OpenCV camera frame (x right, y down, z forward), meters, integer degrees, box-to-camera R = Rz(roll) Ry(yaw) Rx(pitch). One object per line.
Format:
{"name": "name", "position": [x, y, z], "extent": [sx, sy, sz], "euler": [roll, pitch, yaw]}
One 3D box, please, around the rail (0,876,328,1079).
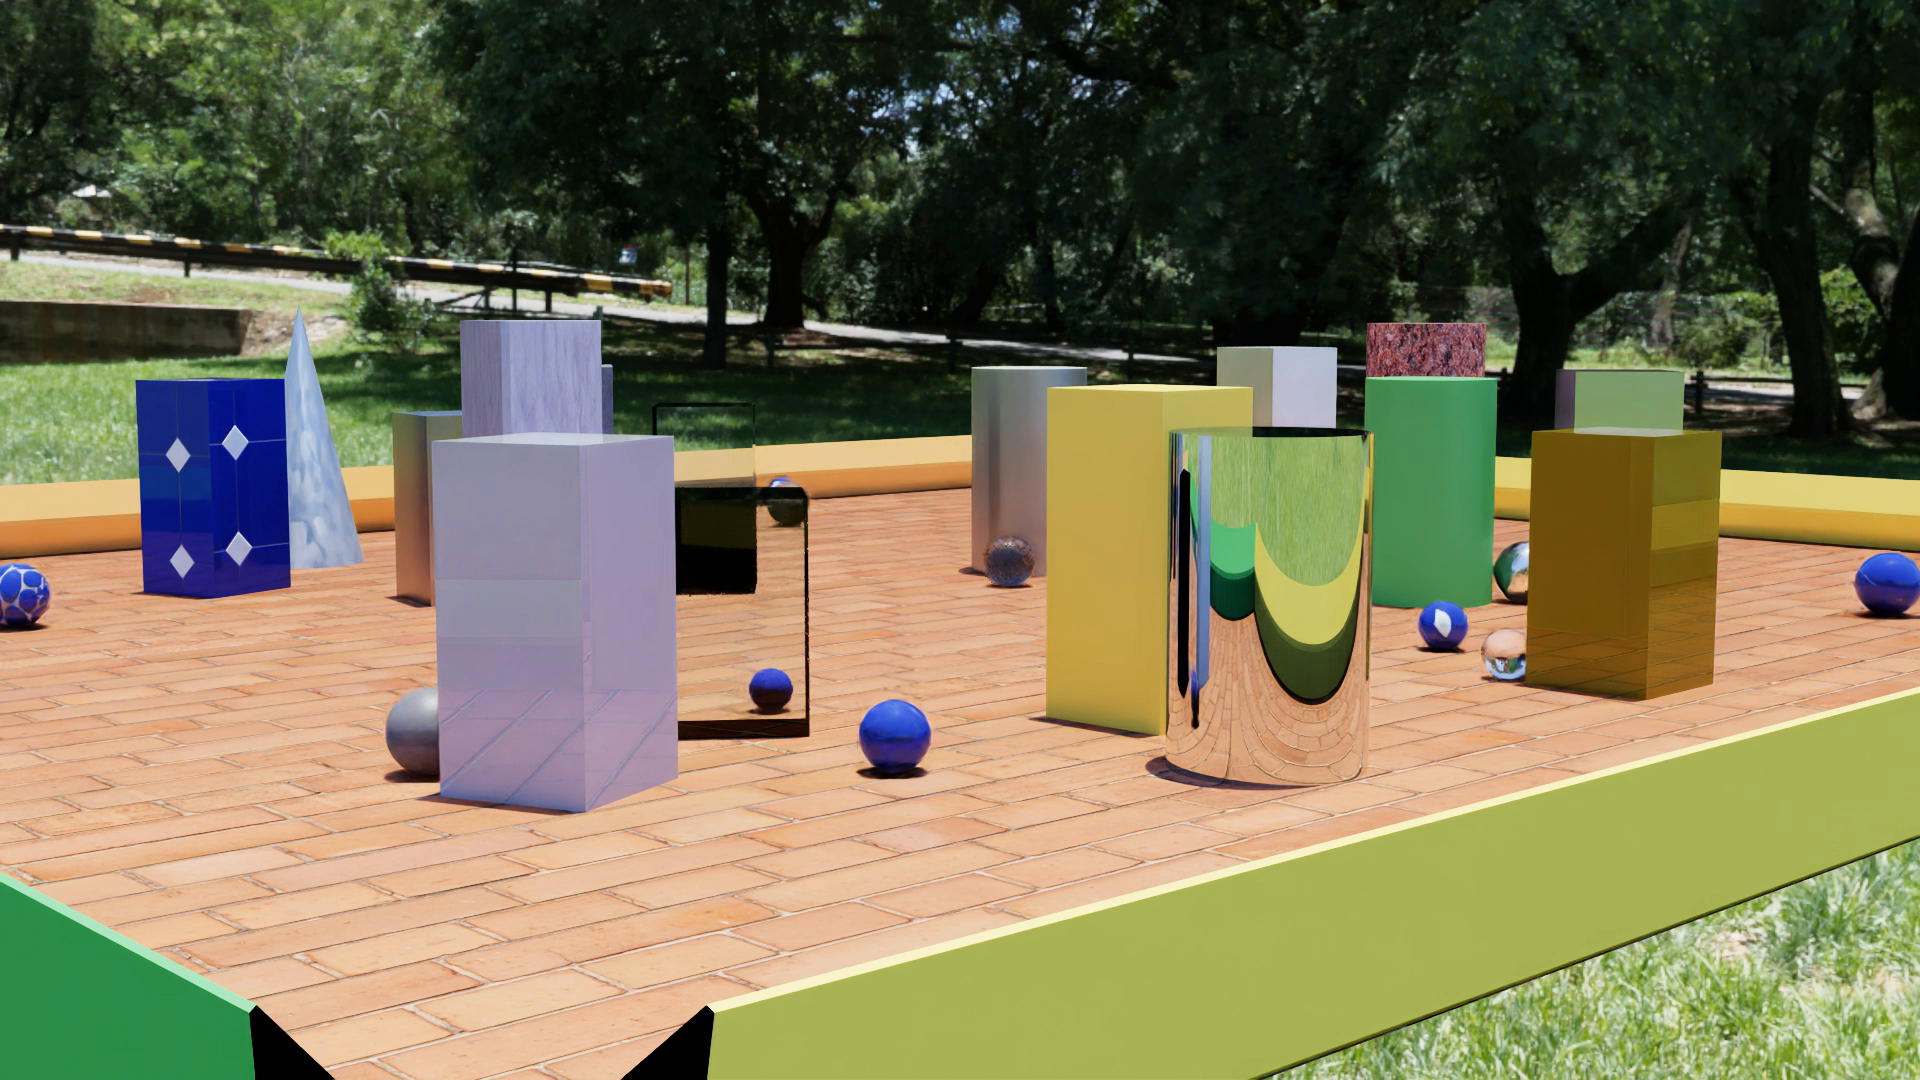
{"name": "rail", "position": [-1.322, 0.160, 2.118], "extent": [0.045, 0.128, 3.285], "euler": [-5, 8, -42]}

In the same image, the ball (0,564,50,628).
{"name": "ball", "position": [-1.326, 0.078, 3.087], "extent": [0.092, 0.092, 0.092], "euler": [0, 6, 0]}

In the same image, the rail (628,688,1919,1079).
{"name": "rail", "position": [1.098, 0.157, 2.148], "extent": [3.646, 0.128, 0.045], "euler": [-5, 8, -42]}

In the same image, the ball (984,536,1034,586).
{"name": "ball", "position": [0.079, 0.034, 3.560], "extent": [0.082, 0.082, 0.082], "euler": [0, 6, 0]}

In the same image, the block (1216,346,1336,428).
{"name": "block", "position": [0.597, -0.176, 4.162], "extent": [0.158, 0.375, 0.158], "euler": [-4, 7, -34]}

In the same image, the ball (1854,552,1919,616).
{"name": "ball", "position": [1.358, 0.065, 3.216], "extent": [0.092, 0.092, 0.092], "euler": [0, 6, 0]}

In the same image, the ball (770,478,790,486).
{"name": "ball", "position": [-0.413, -0.115, 5.097], "extent": [0.059, 0.059, 0.059], "euler": [0, 6, 0]}

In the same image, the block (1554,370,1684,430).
{"name": "block", "position": [1.000, -0.081, 3.356], "extent": [0.158, 0.354, 0.158], "euler": [0, 6, 5]}

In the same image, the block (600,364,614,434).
{"name": "block", "position": [-0.659, -0.114, 3.677], "extent": [0.158, 0.352, 0.158], "euler": [-1, 6, -9]}

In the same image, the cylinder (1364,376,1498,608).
{"name": "cylinder", "position": [0.719, -0.077, 3.376], "extent": [0.198, 0.341, 0.198], "euler": [0, 6, 0]}

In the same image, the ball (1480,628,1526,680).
{"name": "ball", "position": [0.663, 0.137, 2.661], "extent": [0.063, 0.063, 0.063], "euler": [0, 6, 0]}

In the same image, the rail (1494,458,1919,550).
{"name": "rail", "position": [1.322, -0.093, 4.546], "extent": [0.045, 0.128, 3.285], "euler": [-5, 8, -42]}

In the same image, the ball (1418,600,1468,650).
{"name": "ball", "position": [0.635, 0.112, 2.890], "extent": [0.065, 0.065, 0.065], "euler": [0, 6, 0]}

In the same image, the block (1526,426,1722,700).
{"name": "block", "position": [0.789, 0.022, 2.615], "extent": [0.158, 0.302, 0.158], "euler": [-6, 8, -44]}

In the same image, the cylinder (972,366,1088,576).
{"name": "cylinder", "position": [0.118, -0.121, 3.770], "extent": [0.198, 0.347, 0.198], "euler": [0, 6, 0]}

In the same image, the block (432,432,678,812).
{"name": "block", "position": [-0.373, 0.069, 2.044], "extent": [0.158, 0.327, 0.158], "euler": [3, 7, 24]}

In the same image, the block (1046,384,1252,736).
{"name": "block", "position": [0.206, 0.014, 2.403], "extent": [0.158, 0.361, 0.158], "euler": [6, 8, 43]}

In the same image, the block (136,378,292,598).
{"name": "block", "position": [-1.187, -0.087, 3.499], "extent": [0.158, 0.336, 0.158], "euler": [3, 7, 28]}

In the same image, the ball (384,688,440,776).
{"name": "ball", "position": [-0.509, 0.184, 2.113], "extent": [0.085, 0.085, 0.085], "euler": [0, 6, 0]}

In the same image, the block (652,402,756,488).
{"name": "block", "position": [-0.413, -0.073, 3.573], "extent": [0.158, 0.293, 0.158], "euler": [0, 6, -4]}

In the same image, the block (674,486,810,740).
{"name": "block", "position": [-0.245, 0.074, 2.361], "extent": [0.158, 0.250, 0.158], "euler": [-1, 6, -6]}

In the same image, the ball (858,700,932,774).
{"name": "ball", "position": [-0.063, 0.190, 2.124], "extent": [0.071, 0.071, 0.071], "euler": [0, 6, 0]}

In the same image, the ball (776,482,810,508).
{"name": "ball", "position": [-0.360, -0.079, 4.609], "extent": [0.089, 0.089, 0.089], "euler": [0, 6, 0]}

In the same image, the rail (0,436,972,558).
{"name": "rail", "position": [-1.098, -0.090, 4.515], "extent": [3.646, 0.128, 0.045], "euler": [-5, 8, -42]}

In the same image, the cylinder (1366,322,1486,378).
{"name": "cylinder", "position": [0.789, -0.157, 3.744], "extent": [0.198, 0.423, 0.198], "euler": [0, 6, 0]}

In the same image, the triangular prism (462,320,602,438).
{"name": "triangular prism", "position": [-0.554, -0.054, 2.715], "extent": [0.148, 0.432, 0.171], "euler": [4, 7, 31]}

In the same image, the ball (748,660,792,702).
{"name": "ball", "position": [-0.216, 0.161, 2.504], "extent": [0.048, 0.048, 0.048], "euler": [0, 6, 0]}

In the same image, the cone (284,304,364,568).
{"name": "cone", "position": [-1.158, -0.187, 3.875], "extent": [0.198, 0.457, 0.198], "euler": [0, 6, 0]}

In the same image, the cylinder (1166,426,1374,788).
{"name": "cylinder", "position": [0.301, 0.058, 2.142], "extent": [0.198, 0.328, 0.198], "euler": [0, 6, 0]}

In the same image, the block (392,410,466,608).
{"name": "block", "position": [-0.773, -0.053, 3.406], "extent": [0.158, 0.287, 0.158], "euler": [-4, 7, -33]}

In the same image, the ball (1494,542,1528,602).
{"name": "ball", "position": [0.863, 0.049, 3.358], "extent": [0.094, 0.094, 0.094], "euler": [0, 6, 0]}
